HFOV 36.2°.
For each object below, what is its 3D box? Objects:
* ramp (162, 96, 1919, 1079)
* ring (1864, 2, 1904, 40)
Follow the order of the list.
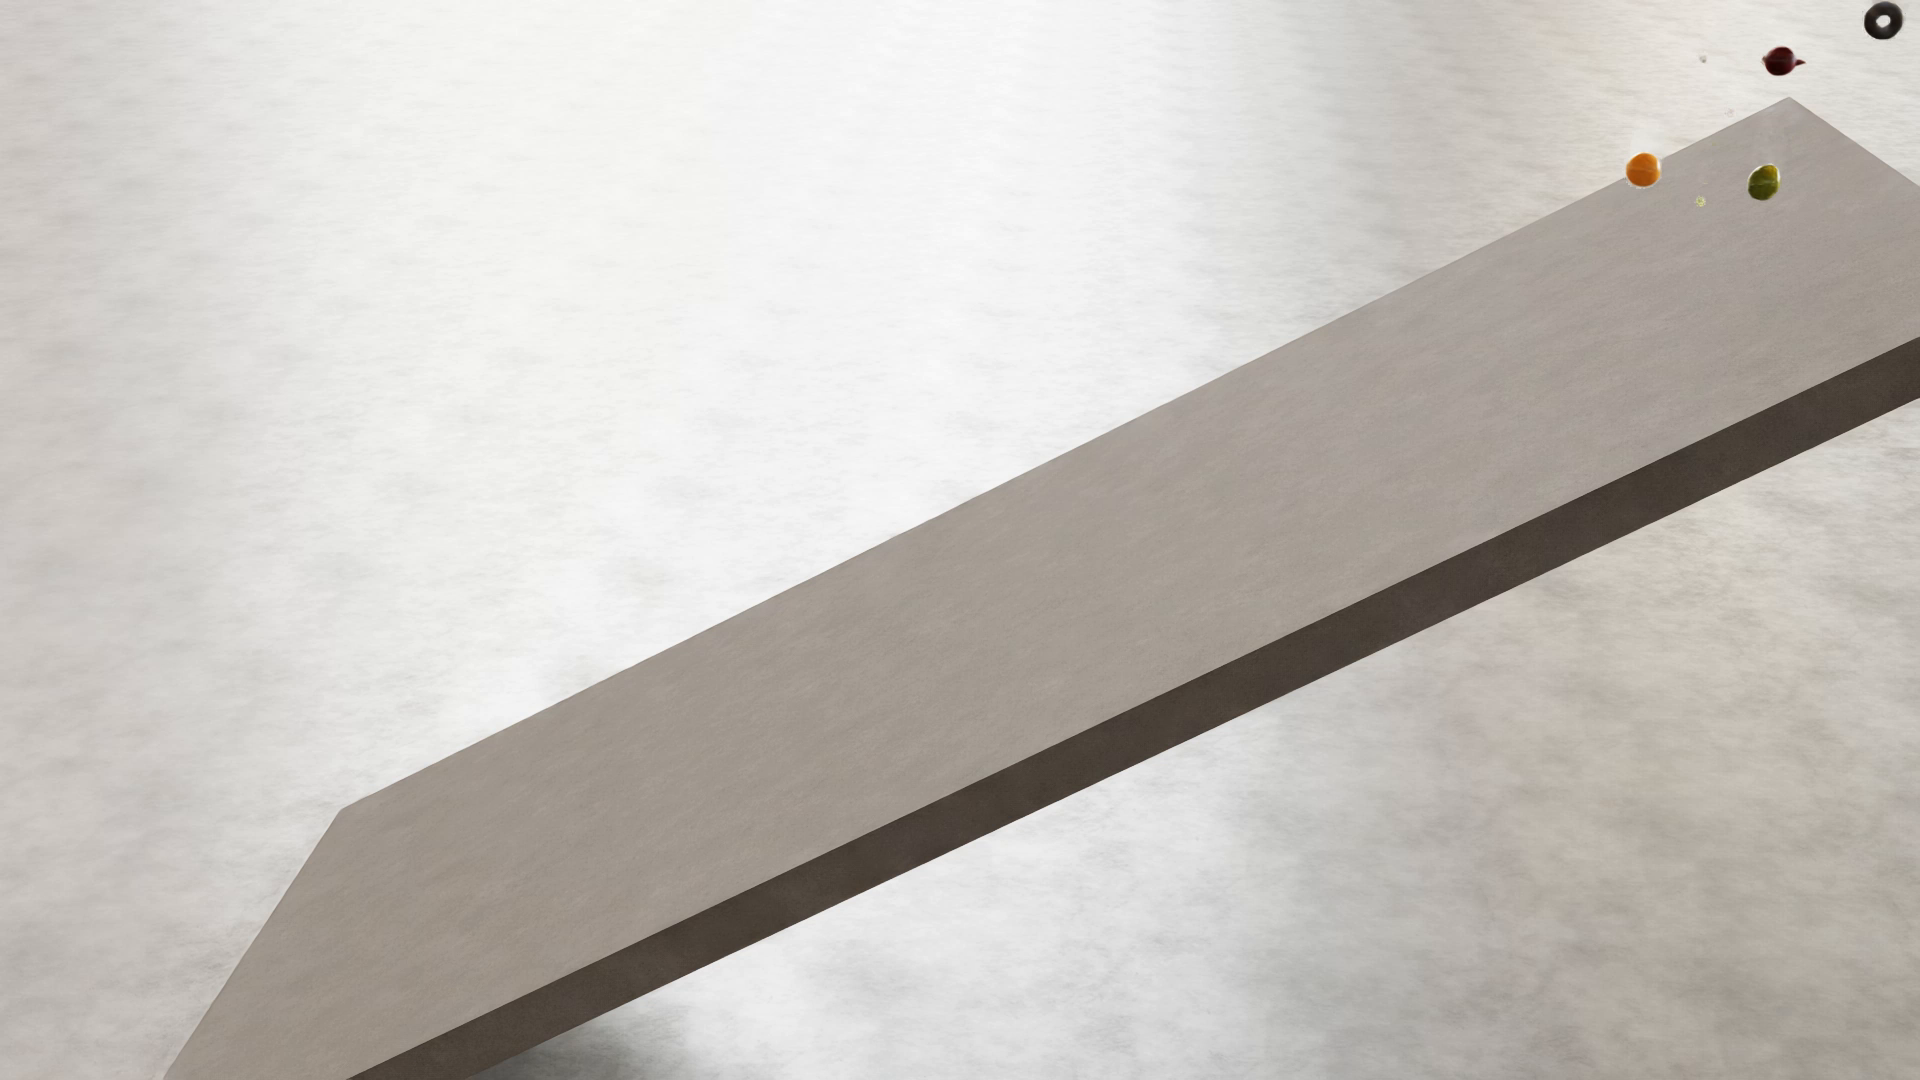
[{"bbox_3d":[0.140,0.167,6.281,4.000,0.100,2.000,-26,14,10],"label":"ramp"},{"bbox_3d":[1.825,-1.026,5.813,0.077,0.077,0.026,2,26,6],"label":"ring"}]
